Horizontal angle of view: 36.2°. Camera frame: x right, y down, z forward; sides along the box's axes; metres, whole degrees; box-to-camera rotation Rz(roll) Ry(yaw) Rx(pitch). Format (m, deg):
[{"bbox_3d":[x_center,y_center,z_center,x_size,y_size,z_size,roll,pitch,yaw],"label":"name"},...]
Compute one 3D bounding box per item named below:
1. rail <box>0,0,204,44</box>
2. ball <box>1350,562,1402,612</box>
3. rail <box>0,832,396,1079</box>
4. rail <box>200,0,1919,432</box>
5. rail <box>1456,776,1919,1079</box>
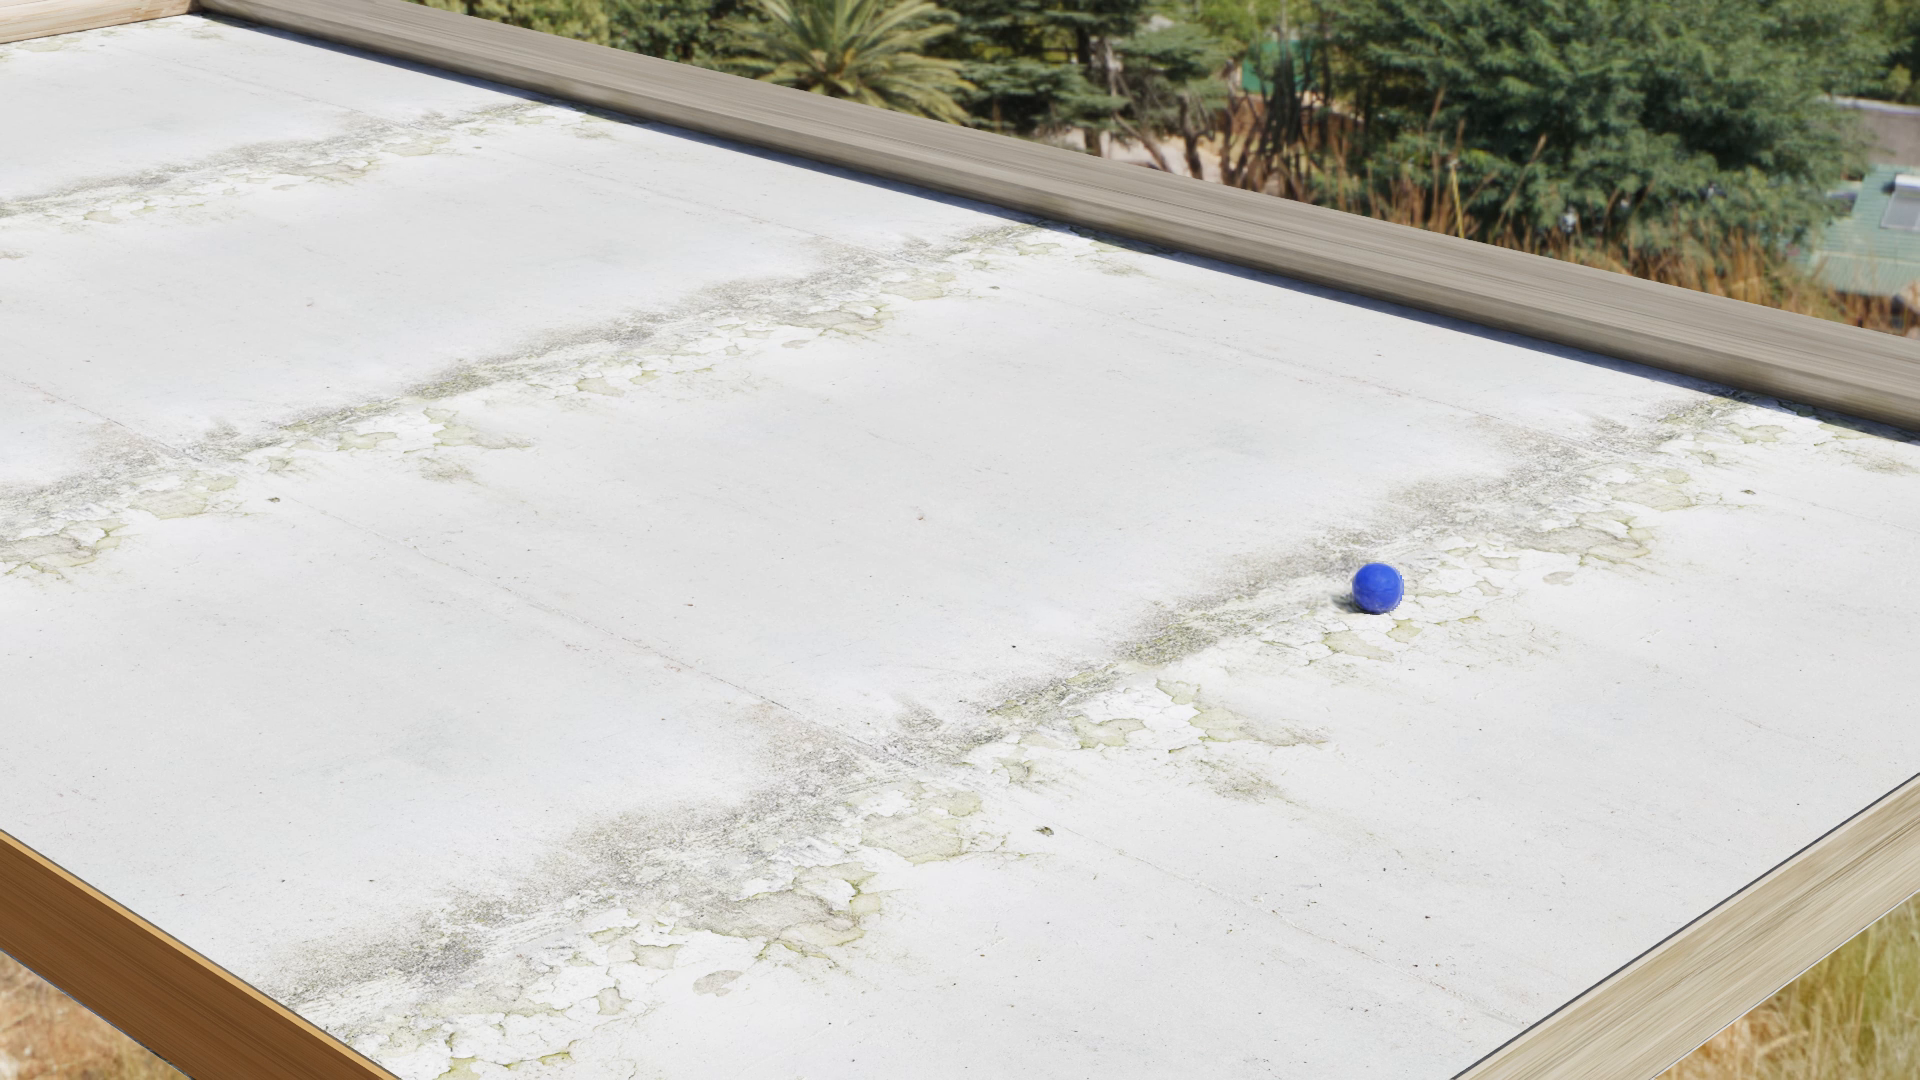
[{"bbox_3d":[-1.941,-0.700,4.381,0.045,0.094,1.903,19,28,40],"label":"rail"},{"bbox_3d":[0.360,0.041,2.547,0.044,0.044,0.044,0,21,0],"label":"ball"},{"bbox_3d":[-1.299,-0.006,2.595,3.638,0.094,0.045,19,28,40],"label":"rail"},{"bbox_3d":[-0.007,-0.488,3.836,3.638,0.094,0.045,19,28,40],"label":"rail"},{"bbox_3d":[0.636,0.206,2.050,0.045,0.094,1.903,19,28,40],"label":"rail"}]
